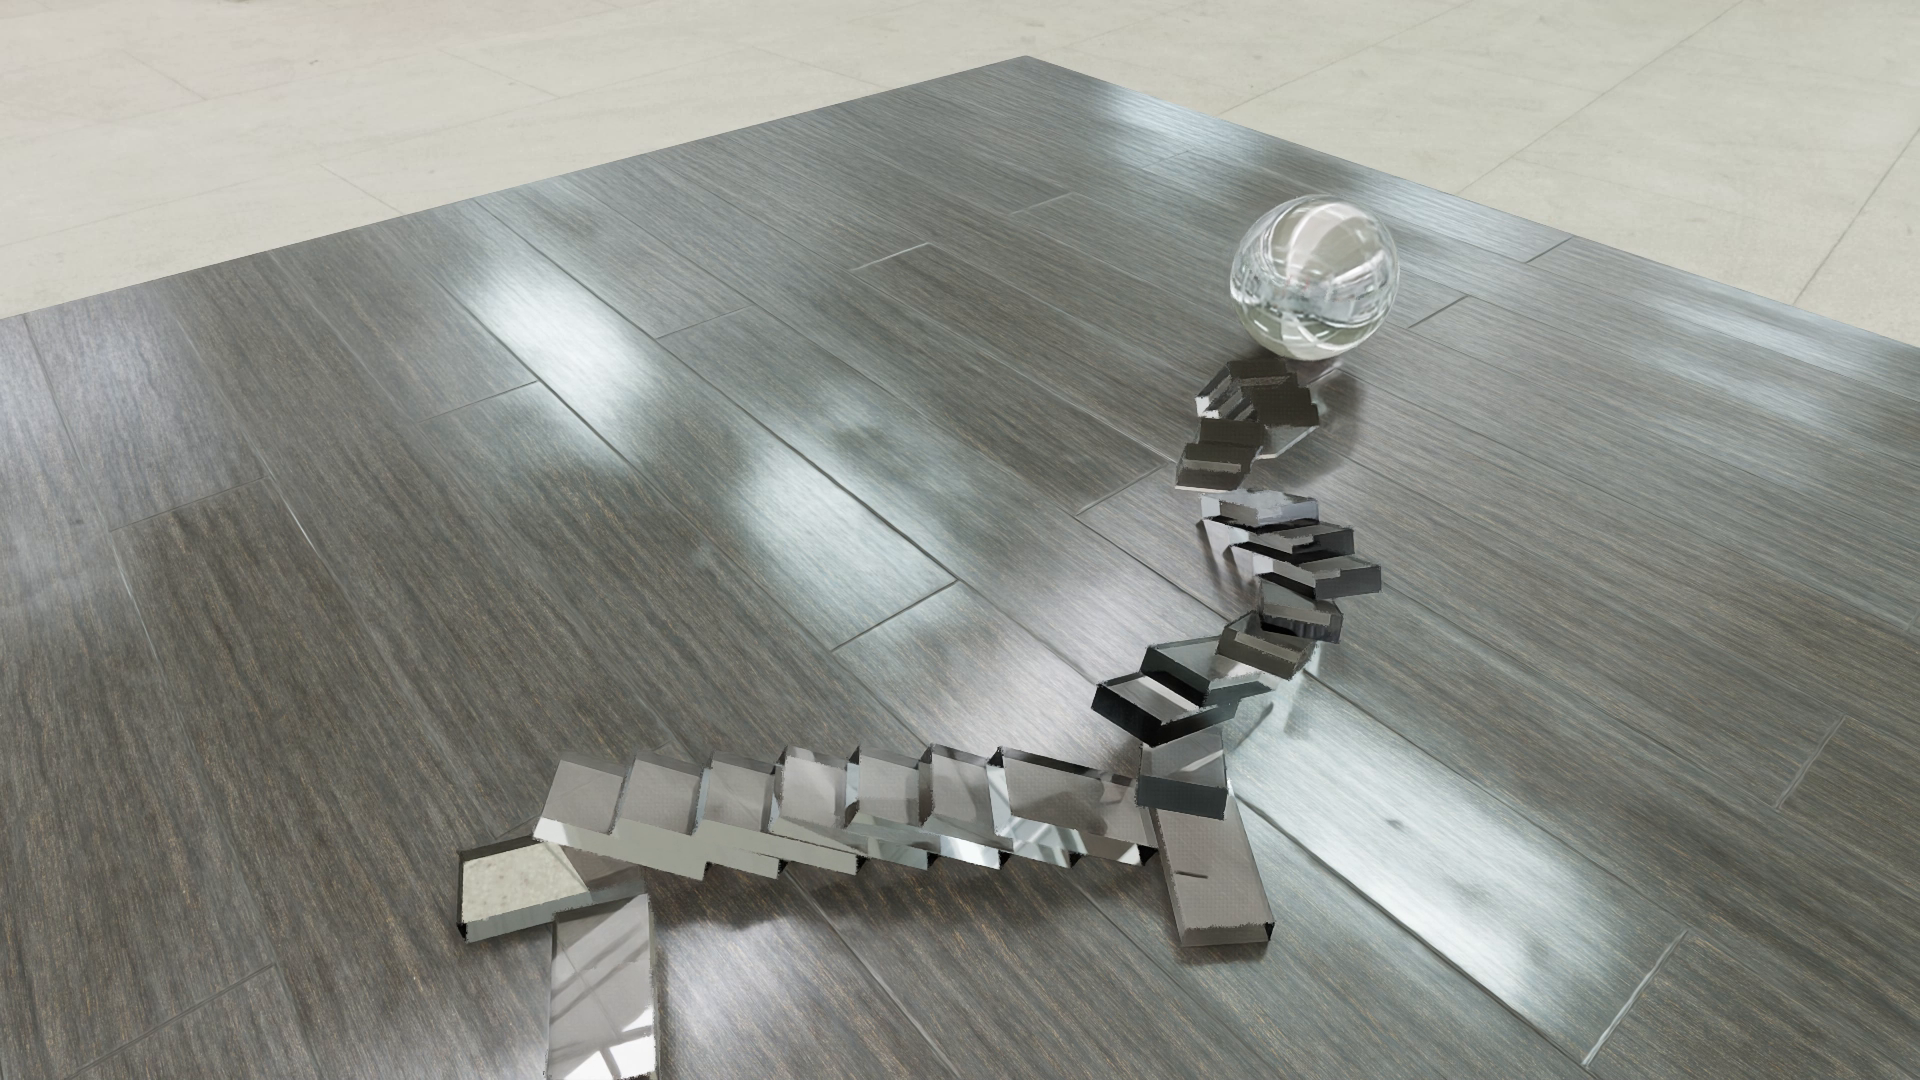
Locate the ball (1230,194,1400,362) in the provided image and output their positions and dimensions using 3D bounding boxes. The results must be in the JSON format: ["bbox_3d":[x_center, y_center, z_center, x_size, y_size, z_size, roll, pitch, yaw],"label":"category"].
[{"bbox_3d":[0.175,-0.129,0.546,0.080,0.080,0.080,0,39,0],"label":"ball"}]

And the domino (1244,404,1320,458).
[{"bbox_3d":[0.132,-0.046,0.471,0.025,0.050,0.010,-4,79,-5],"label":"domino"}]

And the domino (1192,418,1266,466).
[{"bbox_3d":[0.111,-0.038,0.462,0.025,0.050,0.010,6,78,7],"label":"domino"}]

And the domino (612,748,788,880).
[{"bbox_3d":[-0.075,0.081,0.327,0.050,0.010,0.025,21,35,-17],"label":"domino"}]

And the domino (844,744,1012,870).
[{"bbox_3d":[-0.009,0.080,0.329,0.050,0.010,0.025,19,36,-18],"label":"domino"}]

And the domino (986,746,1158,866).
[{"bbox_3d":[0.033,0.080,0.329,0.050,0.009,0.025,18,36,-20],"label":"domino"}]

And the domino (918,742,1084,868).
[{"bbox_3d":[0.012,0.080,0.330,0.050,0.010,0.025,19,36,-18],"label":"domino"}]

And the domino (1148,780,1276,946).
[{"bbox_3d":[0.074,0.095,0.328,0.025,0.010,0.050,-2,39,-3],"label":"domino"}]

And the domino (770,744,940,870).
[{"bbox_3d":[-0.031,0.080,0.329,0.050,0.009,0.025,19,35,-18],"label":"domino"}]

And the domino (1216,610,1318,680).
[{"bbox_3d":[0.107,0.036,0.380,0.025,0.010,0.050,20,11,23],"label":"domino"}]

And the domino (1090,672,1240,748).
[{"bbox_3d":[0.069,0.053,0.362,0.025,0.009,0.050,29,23,38],"label":"domino"}]

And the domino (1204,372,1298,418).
[{"bbox_3d":[0.129,-0.061,0.491,0.025,0.050,0.009,-4,79,-5],"label":"domino"}]

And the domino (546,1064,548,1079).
[{"bbox_3d":[-0.090,0.136,0.277,0.025,0.009,0.050,-7,40,-9],"label":"domino"}]

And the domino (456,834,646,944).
[{"bbox_3d":[-0.120,0.098,0.323,0.050,0.010,0.025,-11,41,-14],"label":"domino"}]

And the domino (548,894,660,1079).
[{"bbox_3d":[-0.092,0.118,0.284,0.025,0.010,0.050,-9,40,-11],"label":"domino"}]

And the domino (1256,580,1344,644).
[{"bbox_3d":[0.121,0.025,0.393,0.025,0.009,0.050,10,9,12],"label":"domino"}]

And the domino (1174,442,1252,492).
[{"bbox_3d":[0.103,-0.029,0.452,0.025,0.050,0.010,6,83,7],"label":"domino"}]

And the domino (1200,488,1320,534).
[{"bbox_3d":[0.119,-0.012,0.440,0.025,0.009,0.050,-9,10,-11],"label":"domino"}]

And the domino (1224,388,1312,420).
[{"bbox_3d":[0.132,-0.054,0.481,0.025,0.050,0.010,-4,79,-5],"label":"domino"}]

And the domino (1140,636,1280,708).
[{"bbox_3d":[0.086,0.043,0.371,0.050,0.009,0.025,-1,24,-47],"label":"domino"}]

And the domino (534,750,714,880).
[{"bbox_3d":[-0.097,0.082,0.326,0.050,0.010,0.025,21,34,-17],"label":"domino"}]

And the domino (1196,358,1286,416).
[{"bbox_3d":[0.127,-0.069,0.500,0.025,0.050,0.009,-4,79,-5],"label":"domino"}]

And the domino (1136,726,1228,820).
[{"bbox_3d":[0.069,0.070,0.341,0.025,0.010,0.050,8,12,10],"label":"domino"}]

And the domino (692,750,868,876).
[{"bbox_3d":[-0.052,0.081,0.328,0.050,0.010,0.025,19,36,-18],"label":"domino"}]

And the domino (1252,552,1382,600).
[{"bbox_3d":[0.132,0.011,0.411,0.025,0.010,0.050,-7,10,-9],"label":"domino"}]

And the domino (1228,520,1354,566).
[{"bbox_3d":[0.127,-0.001,0.426,0.025,0.009,0.050,-10,10,-12],"label":"domino"}]
